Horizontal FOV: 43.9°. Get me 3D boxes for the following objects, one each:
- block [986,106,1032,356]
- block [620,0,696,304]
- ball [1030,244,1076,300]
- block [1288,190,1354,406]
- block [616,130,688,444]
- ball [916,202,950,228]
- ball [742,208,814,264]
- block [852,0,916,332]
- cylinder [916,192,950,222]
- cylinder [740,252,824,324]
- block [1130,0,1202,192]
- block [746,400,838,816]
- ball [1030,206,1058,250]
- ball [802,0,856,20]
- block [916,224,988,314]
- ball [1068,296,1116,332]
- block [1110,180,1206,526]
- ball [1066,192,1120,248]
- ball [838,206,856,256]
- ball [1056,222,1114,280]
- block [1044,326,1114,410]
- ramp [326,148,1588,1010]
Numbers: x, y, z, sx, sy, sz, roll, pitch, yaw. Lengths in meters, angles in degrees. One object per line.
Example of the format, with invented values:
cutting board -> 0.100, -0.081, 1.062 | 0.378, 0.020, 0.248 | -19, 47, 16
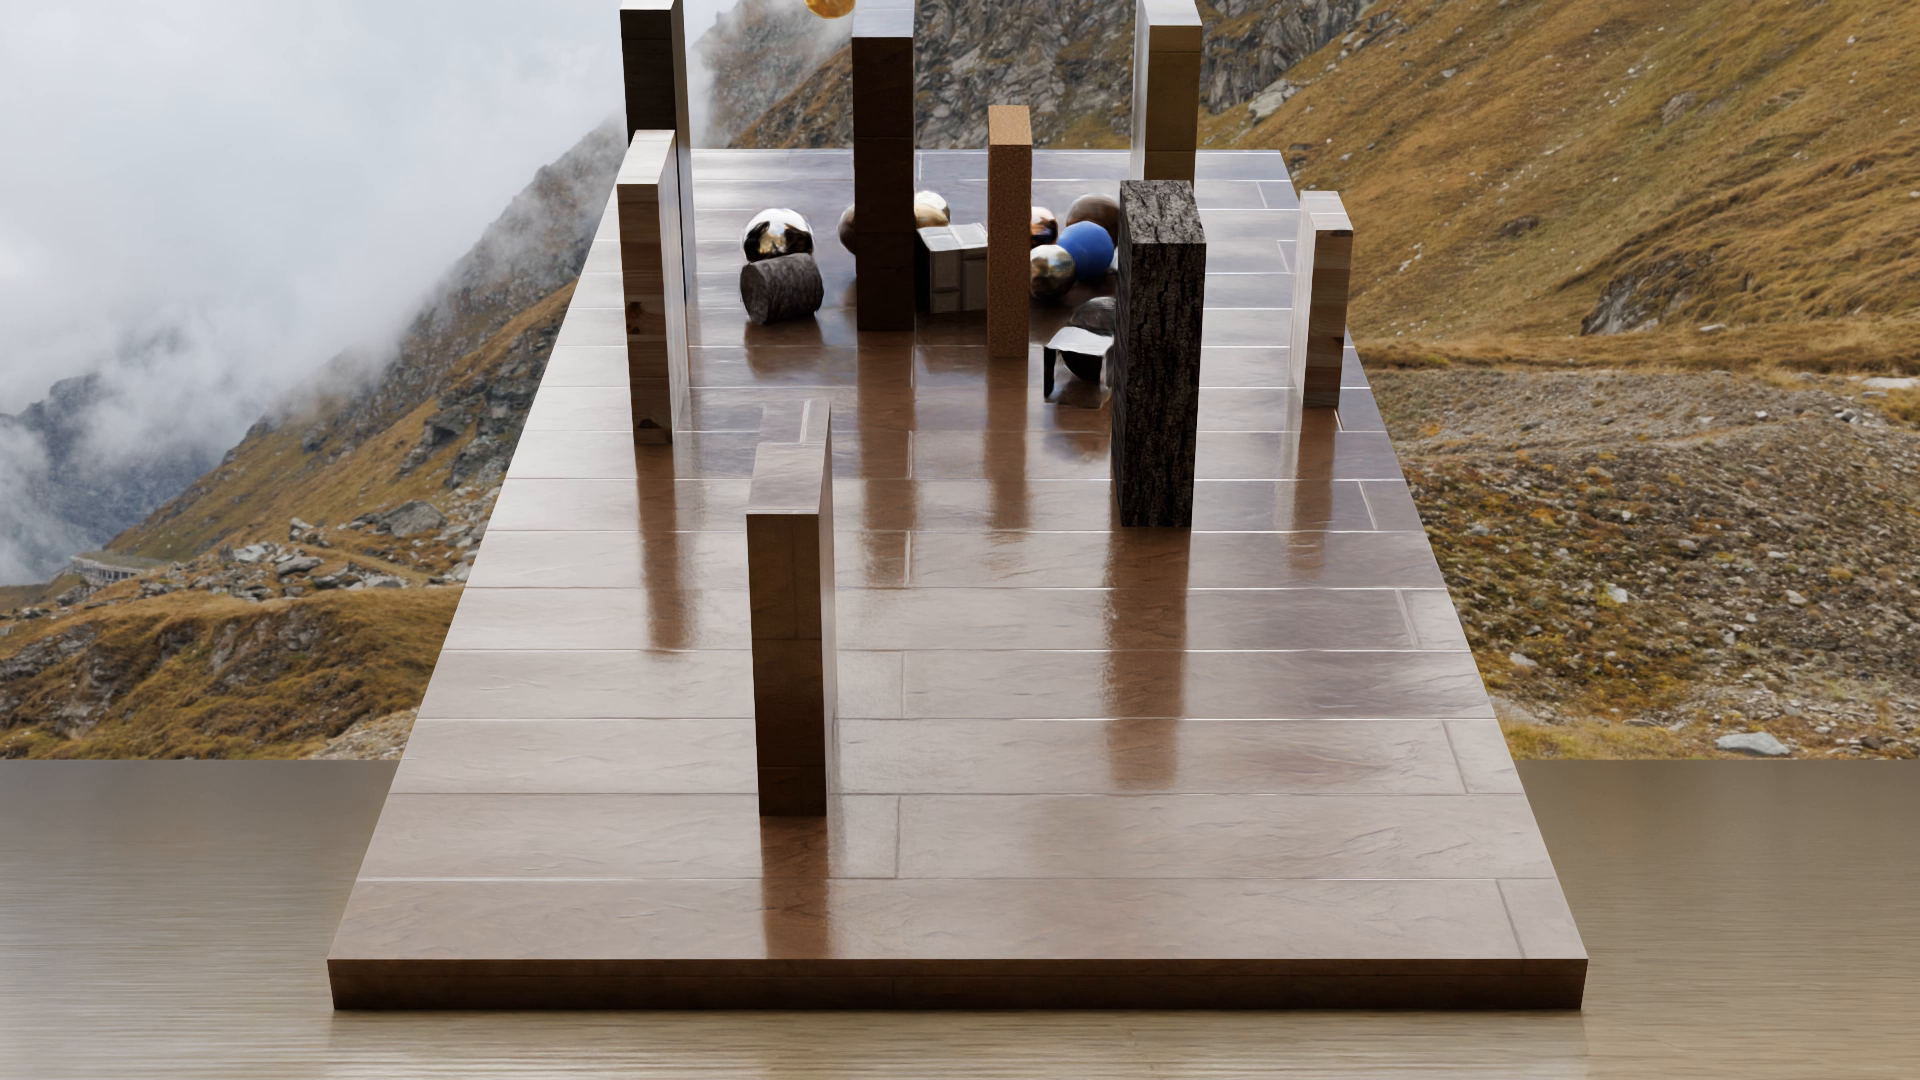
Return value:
block -> 0.120, -0.767, 5.909 | 0.100, 0.545, 0.306 | 0, 28, 0
block -> -0.774, -1.024, 6.146 | 0.125, 0.775, 0.285 | 0, 28, 0
ball -> 0.231, -0.699, 6.210 | 0.145, 0.145, 0.145 | 0, -5, 0
block -> 0.855, -0.575, 5.660 | 0.086, 0.441, 0.264 | 0, 28, 0
block -> -0.702, -0.583, 5.472 | 0.089, 0.623, 0.372 | 0, 28, 0
ball -> -0.102, -0.830, 6.378 | 0.150, 0.150, 0.150 | 0, -5, 0
ball -> -0.481, -0.786, 6.321 | 0.190, 0.190, 0.190 | 0, -5, 0
block -> -0.187, -0.950, 6.026 | 0.146, 0.759, 0.364 | 0, 28, 0
cylinder -> -0.110, -0.880, 6.570 | 0.127, 0.127, 0.127 | -3, 24, 28
cylinder -> -0.456, -0.644, 6.091 | 0.156, 0.156, 0.156 | -16, 3, -28
block -> 0.519, -1.005, 6.124 | 0.127, 0.768, 0.439 | 0, 28, 0
block -> -0.289, 0.115, 4.186 | 0.117, 0.588, 0.443 | 0, 28, 0
ball -> 0.200, -0.836, 6.446 | 0.135, 0.135, 0.135 | 0, -5, 0
ball -> -0.365, -1.553, 6.700 | 0.173, 0.173, 0.173 | 0, -5, 0
block -> -0.012, -0.706, 6.192 | 0.172, 0.172, 0.172 | -6, 28, -12
ball -> 0.353, -0.499, 5.788 | 0.185, 0.185, 0.185 | 0, -5, 0
block -> 0.420, -0.402, 5.114 | 0.150, 0.642, 0.384 | 0, 28, 0
ball -> 0.371, -0.858, 6.466 | 0.169, 0.169, 0.169 | 0, -5, 0
ball -> -0.253, -0.830, 6.378 | 0.147, 0.147, 0.147 | 0, -5, 0
ball -> 0.332, -0.769, 6.333 | 0.155, 0.155, 0.155 | 0, -5, 0
block -> 0.289, -0.410, 5.666 | 0.140, 0.140, 0.140 | 10, 29, 18
ramp -> -0.011, -0.224, 5.569 | 2.000, 0.100, 4.000 | 0, 28, 0
